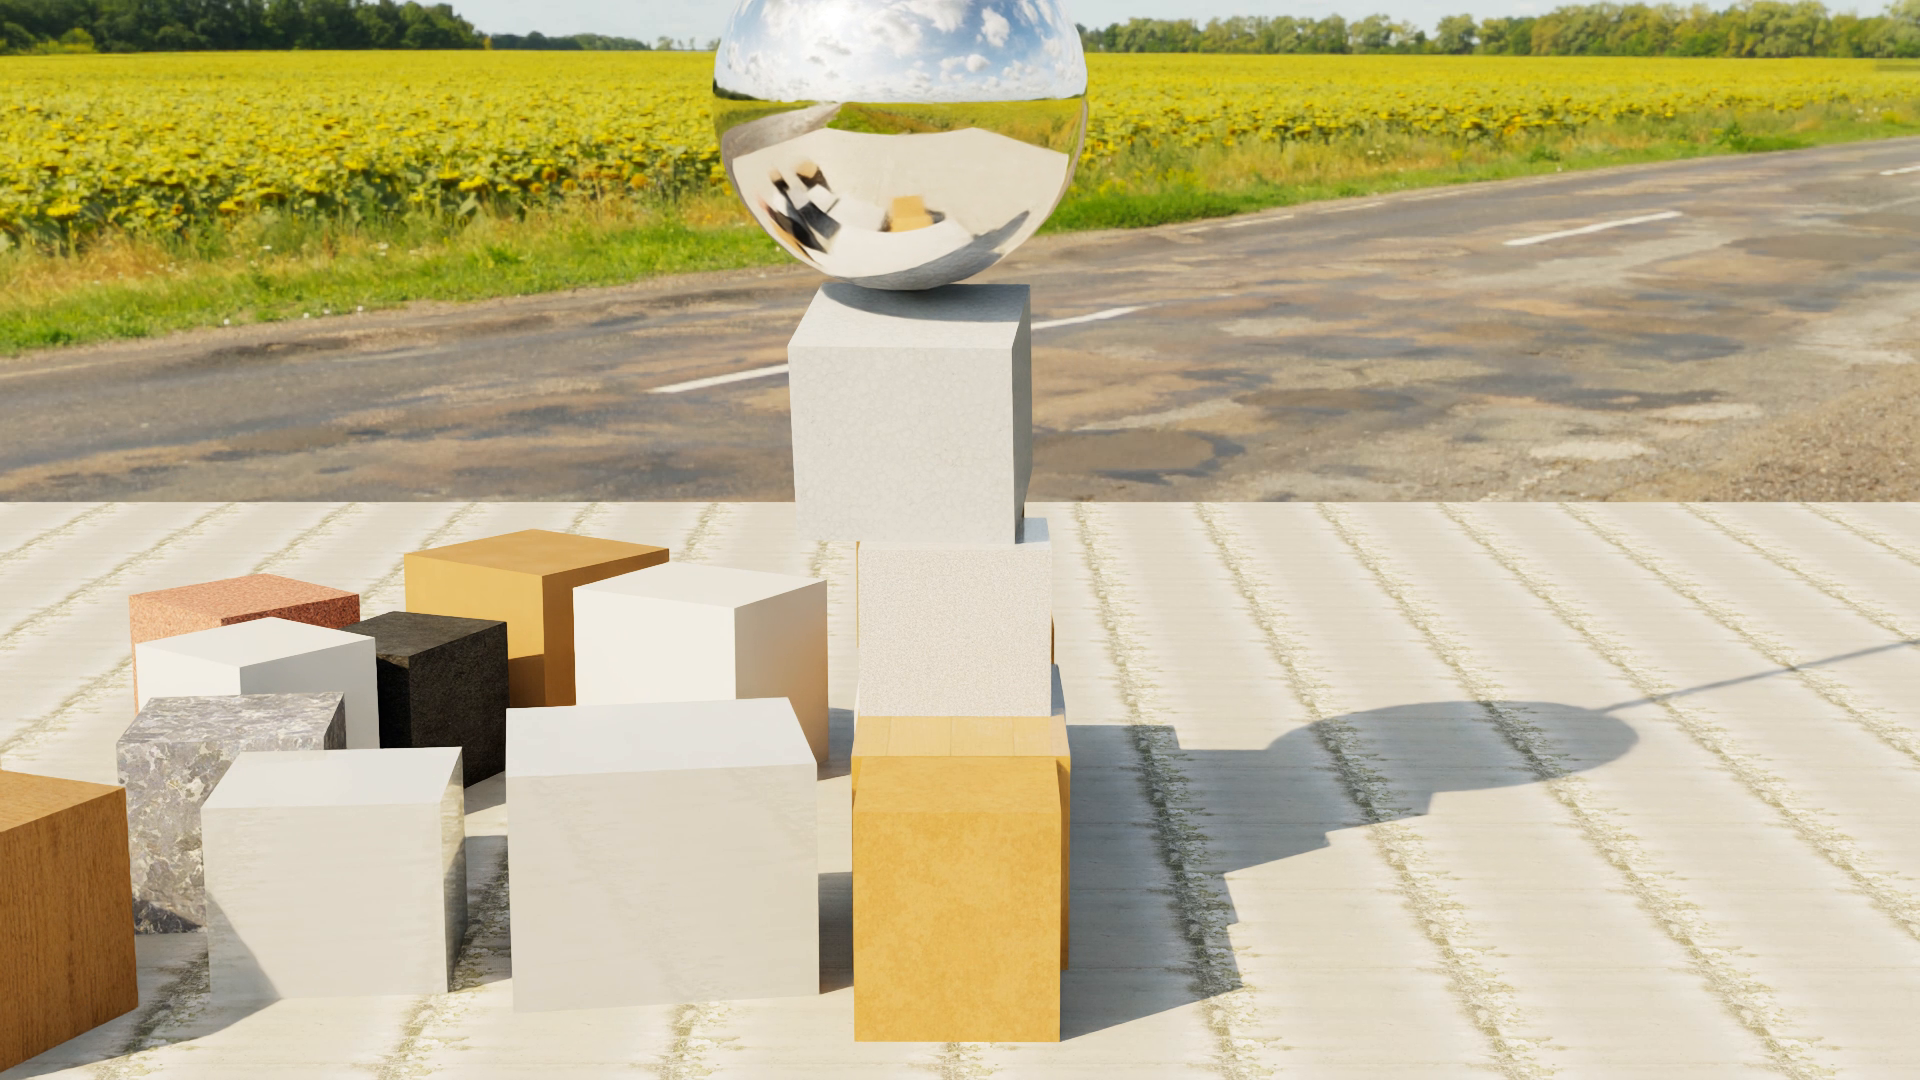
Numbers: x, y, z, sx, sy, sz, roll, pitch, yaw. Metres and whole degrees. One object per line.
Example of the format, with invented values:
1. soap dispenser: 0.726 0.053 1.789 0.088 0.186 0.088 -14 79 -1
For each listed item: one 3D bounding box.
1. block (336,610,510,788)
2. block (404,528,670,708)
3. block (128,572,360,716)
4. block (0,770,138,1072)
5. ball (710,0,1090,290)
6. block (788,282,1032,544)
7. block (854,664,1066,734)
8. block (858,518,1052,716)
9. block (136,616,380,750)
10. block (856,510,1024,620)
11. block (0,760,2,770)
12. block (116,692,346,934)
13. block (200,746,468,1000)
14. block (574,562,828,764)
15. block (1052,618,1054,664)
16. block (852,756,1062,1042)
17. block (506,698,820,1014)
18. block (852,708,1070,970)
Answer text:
1. block: -2.781 0.837 12.825 0.688 0.765 0.860 4 11 22
2. block: -2.272 0.539 13.877 1.034 0.974 0.960 7 13 35
3. block: -3.854 0.658 13.873 0.894 0.741 0.850 9 14 41
4. block: -3.768 1.395 9.467 0.985 0.868 0.938 4 11 23
5. ball: -0.250 -1.857 10.843 1.600 1.600 1.600 0 10 0
6. block: -0.188 -0.556 10.948 0.914 0.852 0.898 1 22 6
7. block: 0.000 1.064 11.272 0.889 0.873 0.823 0 10 0
8. block: -0.018 0.316 10.976 0.793 0.701 0.810 0 10 0
9. block: -3.290 0.910 12.066 0.773 0.892 0.771 8 13 37
10. block: -0.084 0.046 11.789 0.748 0.749 0.748 0 10 0
11. block: -4.797 1.088 11.436 0.768 0.768 0.860 -1 10 -4
12. block: -3.079 1.151 10.962 0.828 0.814 0.801 -1 10 -7
13. block: -2.465 1.311 10.216 0.894 0.765 0.824 -1 10 -5
14. block: -1.314 0.690 13.117 0.985 0.950 0.830 6 12 29
15. block: 0.017 0.769 13.011 0.891 0.831 0.795 0 10 0
16. block: -0.007 1.346 9.722 0.753 0.874 0.764 0 10 1
17. block: -1.206 1.226 10.239 1.163 0.924 1.061 -2 10 -10
18. block: 0.003 1.206 10.484 0.855 0.877 0.773 0 10 0
